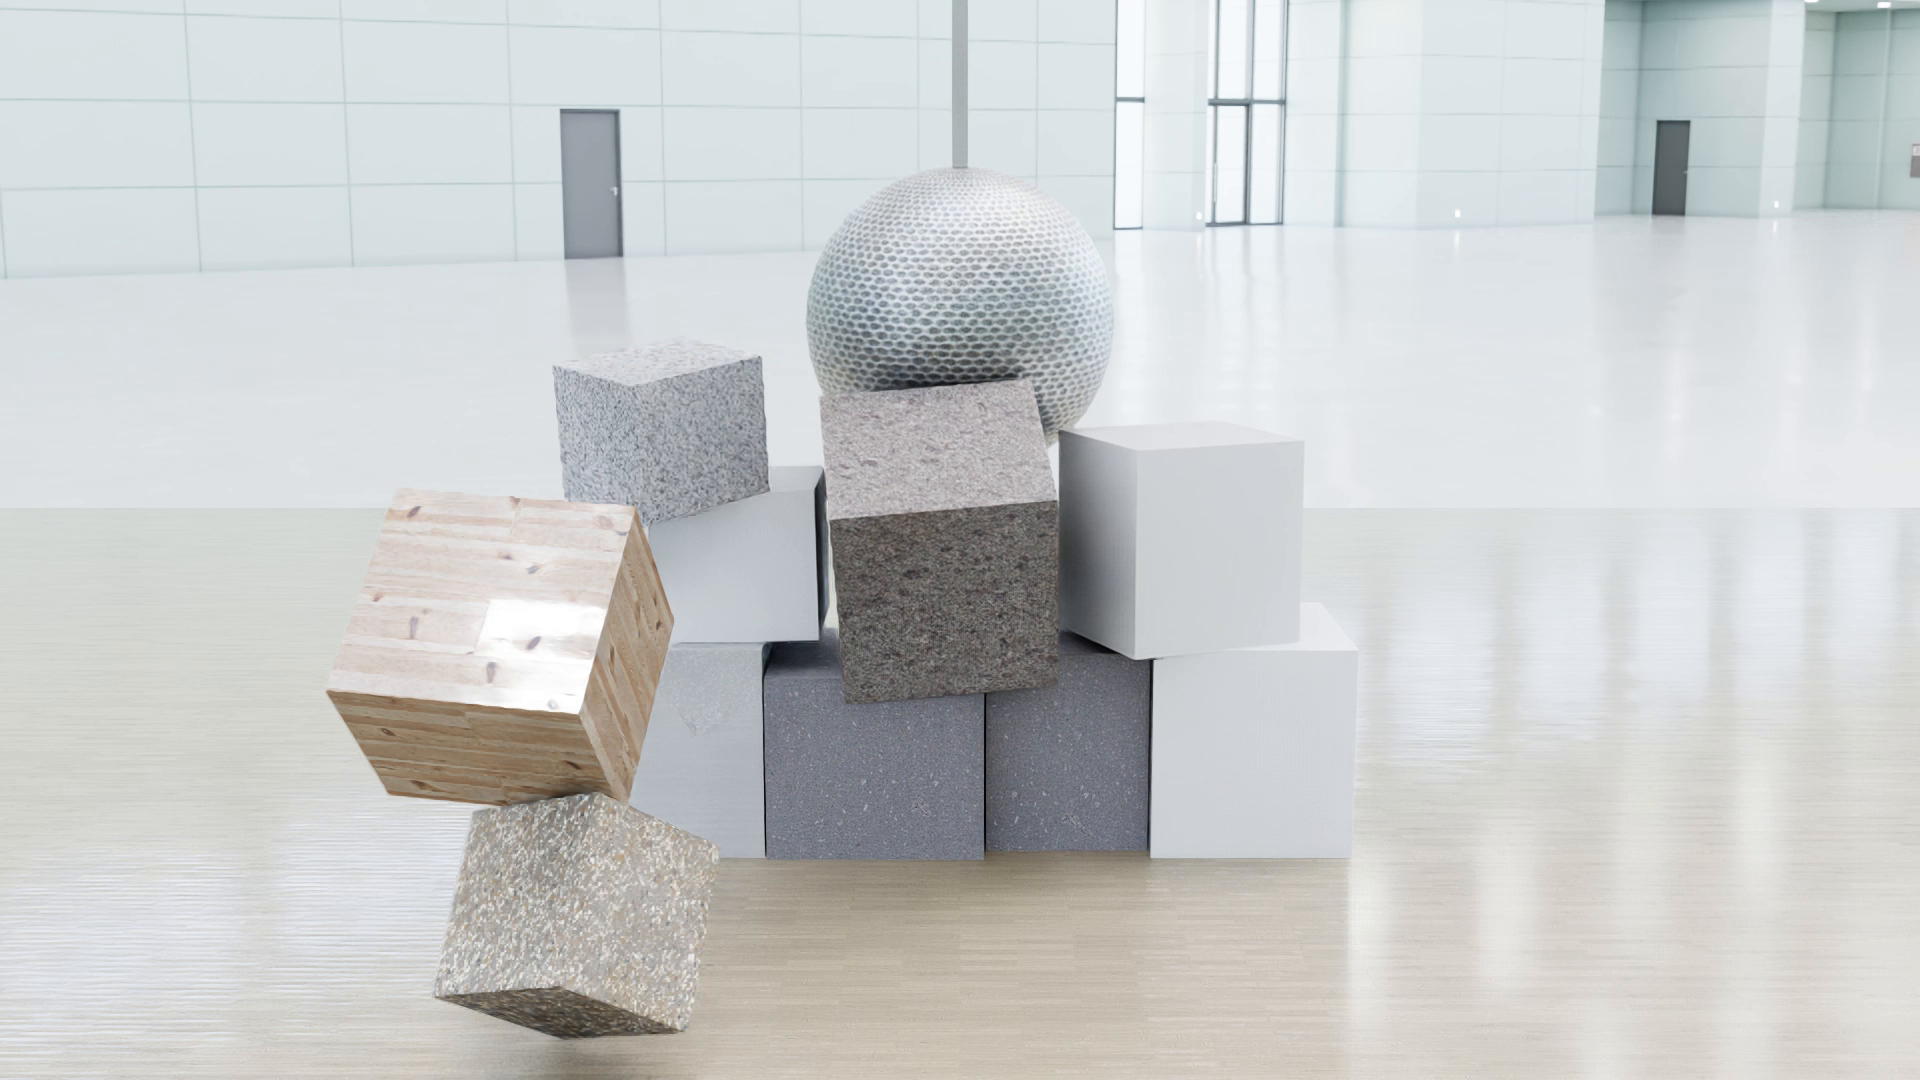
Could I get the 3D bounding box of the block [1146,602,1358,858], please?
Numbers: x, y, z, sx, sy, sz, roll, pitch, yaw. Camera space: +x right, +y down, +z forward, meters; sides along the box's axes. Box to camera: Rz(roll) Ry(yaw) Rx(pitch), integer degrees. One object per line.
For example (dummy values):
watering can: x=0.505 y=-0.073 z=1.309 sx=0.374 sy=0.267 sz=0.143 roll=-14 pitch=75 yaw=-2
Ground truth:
block: x=1.442 y=0.956 z=11.357 sx=0.996 sy=1.055 sz=1.130 roll=0 pitch=10 yaw=0

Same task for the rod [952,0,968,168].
rod: x=0.000 y=-4.421 z=10.549 sx=0.080 sy=5.200 sz=0.080 roll=0 pitch=14 yaw=0

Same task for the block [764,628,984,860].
block: x=-0.420 y=1.026 z=11.354 sx=1.073 sy=0.920 sz=1.148 roll=0 pitch=10 yaw=0

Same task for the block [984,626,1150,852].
block: x=0.528 y=0.980 z=11.341 sx=0.805 sy=1.014 sz=0.873 roll=0 pitch=10 yaw=-1

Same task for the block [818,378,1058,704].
block: x=-0.103 y=0.004 z=10.613 sx=1.033 sy=1.134 sz=0.966 roll=-5 pitch=39 yaw=-3

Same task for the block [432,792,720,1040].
block: x=-1.456 y=1.452 z=8.408 sx=0.703 sy=0.730 sz=0.663 roll=-13 pitch=-32 yaw=37

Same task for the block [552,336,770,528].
block: x=-1.431 y=-0.536 z=10.576 sx=0.753 sy=0.676 sz=0.648 roll=-18 pitch=24 yaw=-40

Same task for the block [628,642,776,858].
block: x=-1.453 y=0.957 z=11.347 sx=0.972 sy=1.056 sz=1.102 roll=0 pitch=10 yaw=0

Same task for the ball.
ball: x=0.000 y=-1.122 z=11.375 sx=1.600 sy=1.600 sz=1.600 roll=0 pitch=10 yaw=0

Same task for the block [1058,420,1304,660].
block: x=1.088 y=-0.025 z=10.986 sx=0.917 sy=1.009 sz=0.851 roll=-4 pitch=11 yaw=-23

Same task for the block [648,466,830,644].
block: x=-1.109 y=0.060 z=11.192 sx=0.817 sy=0.748 sz=0.836 roll=-1 pitch=10 yaw=1

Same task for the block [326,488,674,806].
block: x=-1.711 y=0.432 z=8.373 sx=0.942 sy=0.894 sz=0.803 roll=5 pitch=-34 yaw=8
